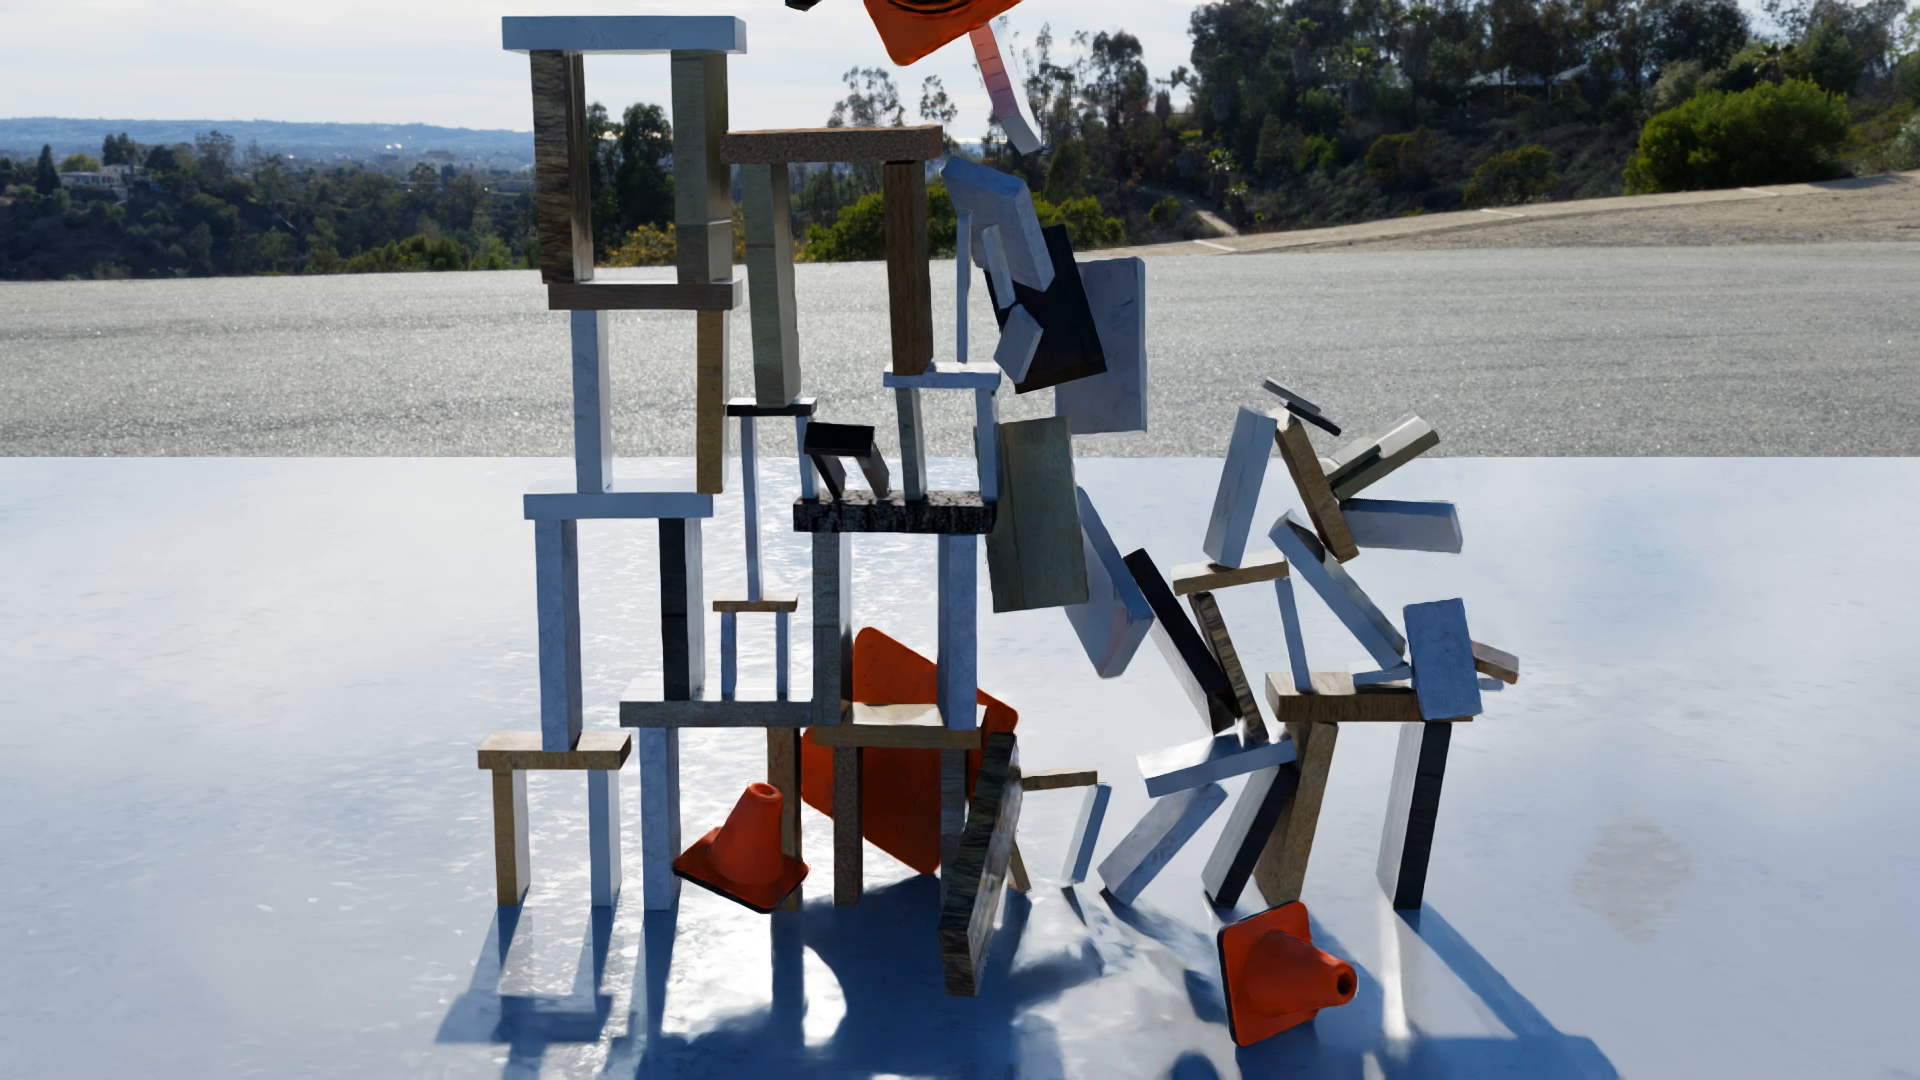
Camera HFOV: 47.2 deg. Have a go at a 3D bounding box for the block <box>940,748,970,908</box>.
[{"bbox_3d":[-0.008,0.457,3.637,0.039,0.272,0.136,1,10,4],"label":"block"}]

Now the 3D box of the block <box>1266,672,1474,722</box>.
[{"bbox_3d":[0.669,0.257,3.611,0.313,0.044,0.157,0,11,0],"label":"block"}]

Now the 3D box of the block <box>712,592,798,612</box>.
[{"bbox_3d":[-0.333,0.102,3.585,0.134,0.019,0.067,0,10,0],"label":"block"}]

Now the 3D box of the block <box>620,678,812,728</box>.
[{"bbox_3d":[-0.393,0.266,3.607,0.308,0.044,0.154,0,10,0],"label":"block"}]

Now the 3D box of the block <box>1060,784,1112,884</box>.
[{"bbox_3d":[0.211,0.494,3.690,0.023,0.166,0.083,20,-14,-7],"label":"block"}]

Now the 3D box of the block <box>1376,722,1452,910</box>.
[{"bbox_3d":[0.750,0.434,3.642,0.044,0.313,0.157,7,10,-1],"label":"block"}]

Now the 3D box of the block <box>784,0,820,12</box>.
[{"bbox_3d":[-0.174,-0.903,3.264,0.037,0.132,0.265,6,-17,-39],"label":"block"}]

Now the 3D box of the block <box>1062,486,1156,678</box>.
[{"bbox_3d":[0.223,0.070,3.736,0.043,0.150,0.301,-4,49,-29],"label":"block"}]

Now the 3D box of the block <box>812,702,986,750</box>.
[{"bbox_3d":[-0.097,0.304,3.611,0.272,0.039,0.136,1,10,5],"label":"block"}]

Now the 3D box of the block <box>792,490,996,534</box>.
[{"bbox_3d":[-0.102,-0.047,3.545,0.315,0.045,0.158,1,10,4],"label":"block"}]

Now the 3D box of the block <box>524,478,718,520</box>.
[{"bbox_3d":[-0.543,-0.067,3.540,0.297,0.042,0.148,-1,10,-4],"label":"block"}]

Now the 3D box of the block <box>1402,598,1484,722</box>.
[{"bbox_3d":[0.774,0.192,3.528,0.094,0.187,0.027,-7,-12,-2],"label":"block"}]

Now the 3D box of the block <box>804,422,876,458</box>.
[{"bbox_3d":[-0.189,-0.158,3.452,0.106,0.015,0.053,4,51,5],"label":"block"}]

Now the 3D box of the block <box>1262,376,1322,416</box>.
[{"bbox_3d":[0.527,-0.229,3.497,0.099,0.014,0.049,28,13,0],"label":"block"}]

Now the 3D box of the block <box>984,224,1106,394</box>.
[{"bbox_3d":[0.137,-0.396,3.743,0.156,0.044,0.311,-15,53,2],"label":"block"}]

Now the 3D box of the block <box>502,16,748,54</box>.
[{"bbox_3d":[-0.516,-0.782,3.411,0.353,0.050,0.176,0,10,0],"label":"block"}]

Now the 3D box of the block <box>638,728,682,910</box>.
[{"bbox_3d":[-0.495,0.439,3.639,0.044,0.308,0.154,0,10,0],"label":"block"}]

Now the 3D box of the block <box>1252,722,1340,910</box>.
[{"bbox_3d":[0.554,0.434,3.643,0.044,0.313,0.157,10,10,-6],"label":"block"}]

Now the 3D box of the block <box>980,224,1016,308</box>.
[{"bbox_3d":[0.060,-0.422,3.396,0.017,0.121,0.060,-11,15,14],"label":"block"}]

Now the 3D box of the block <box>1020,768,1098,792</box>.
[{"bbox_3d":[0.140,0.403,3.697,0.166,0.023,0.083,-2,0,-31],"label":"block"}]

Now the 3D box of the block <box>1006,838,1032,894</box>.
[{"bbox_3d":[0.074,0.501,3.671,0.023,0.166,0.083,-20,8,-10],"label":"block"}]

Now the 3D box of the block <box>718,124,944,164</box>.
[{"bbox_3d":[-0.197,-0.615,3.419,0.324,0.046,0.162,0,13,7],"label":"block"}]

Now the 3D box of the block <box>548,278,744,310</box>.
[{"bbox_3d":[-0.494,-0.389,3.474,0.286,0.041,0.143,0,10,1],"label":"block"}]

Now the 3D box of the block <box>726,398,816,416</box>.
[{"bbox_3d":[-0.301,-0.213,3.517,0.135,0.019,0.068,0,13,4],"label":"block"}]

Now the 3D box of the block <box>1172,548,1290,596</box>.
[{"bbox_3d":[0.438,0.051,3.567,0.186,0.026,0.093,-10,12,7],"label":"block"}]

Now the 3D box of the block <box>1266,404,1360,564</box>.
[{"bbox_3d":[0.569,-0.091,3.559,0.035,0.247,0.123,-26,18,2],"label":"block"}]

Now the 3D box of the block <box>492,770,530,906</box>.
[{"bbox_3d":[-0.744,0.476,3.648,0.033,0.231,0.116,0,10,0],"label":"block"}]

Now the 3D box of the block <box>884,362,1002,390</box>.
[{"bbox_3d":[-0.027,-0.262,3.495,0.182,0.026,0.091,1,15,4],"label":"block"}]

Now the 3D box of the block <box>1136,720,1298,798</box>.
[{"bbox_3d":[0.421,0.359,3.625,0.249,0.035,0.125,-15,11,1],"label":"block"}]

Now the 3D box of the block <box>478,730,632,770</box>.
[{"bbox_3d":[-0.666,0.346,3.623,0.231,0.033,0.116,0,10,1],"label":"block"}]

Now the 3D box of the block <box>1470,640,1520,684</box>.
[{"bbox_3d":[0.837,0.187,3.581,0.148,0.021,0.074,21,22,8],"label":"block"}]

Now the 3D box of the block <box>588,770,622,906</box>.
[{"bbox_3d":[-0.589,0.476,3.648,0.033,0.231,0.116,0,10,0],"label":"block"}]

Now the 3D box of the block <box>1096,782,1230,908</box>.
[{"bbox_3d":[0.335,0.487,3.656,0.035,0.249,0.125,42,2,-13],"label":"block"}]

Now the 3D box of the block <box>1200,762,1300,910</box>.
[{"bbox_3d":[0.477,0.474,3.632,0.035,0.249,0.125,24,8,-8],"label":"block"}]

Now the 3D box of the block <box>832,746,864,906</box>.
[{"bbox_3d":[-0.185,0.455,3.649,0.039,0.272,0.136,1,10,2],"label":"block"}]

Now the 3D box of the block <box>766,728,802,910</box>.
[{"bbox_3d":[-0.289,0.439,3.638,0.044,0.308,0.154,0,10,0],"label":"block"}]
